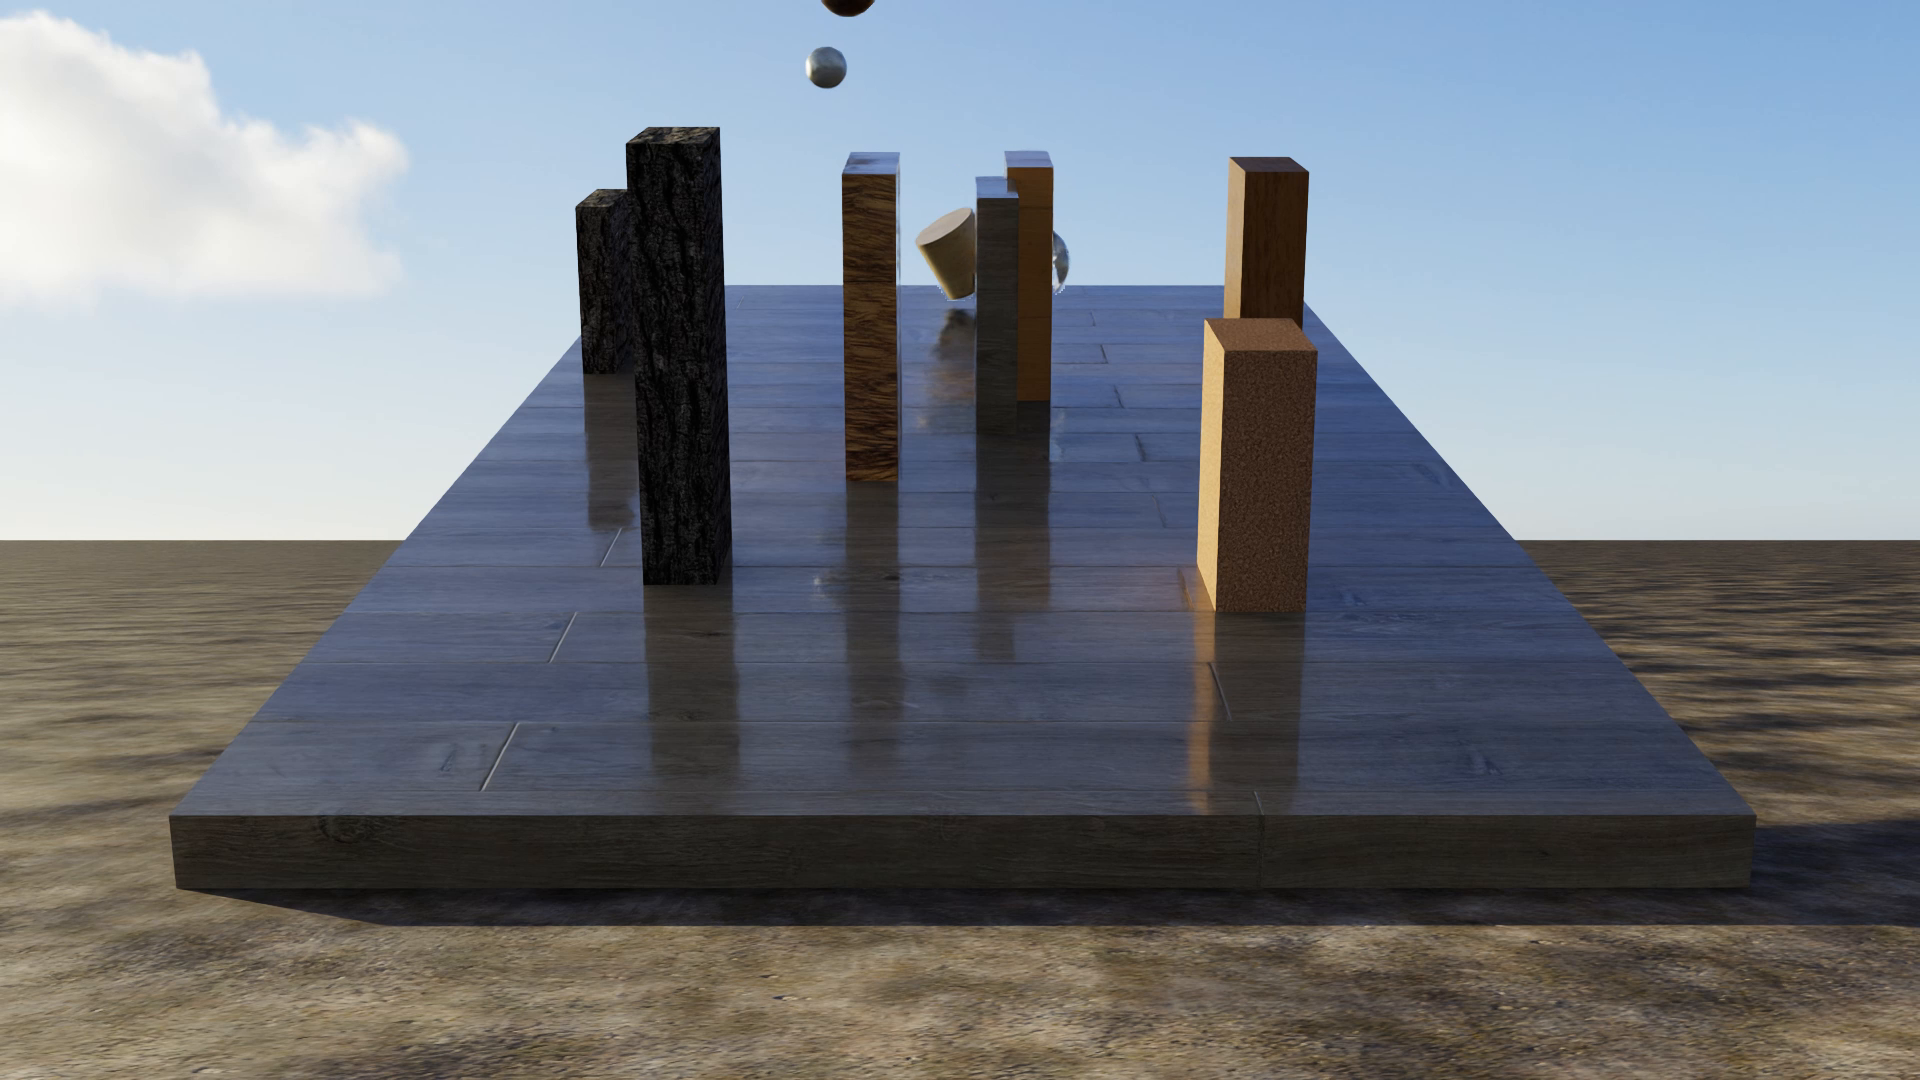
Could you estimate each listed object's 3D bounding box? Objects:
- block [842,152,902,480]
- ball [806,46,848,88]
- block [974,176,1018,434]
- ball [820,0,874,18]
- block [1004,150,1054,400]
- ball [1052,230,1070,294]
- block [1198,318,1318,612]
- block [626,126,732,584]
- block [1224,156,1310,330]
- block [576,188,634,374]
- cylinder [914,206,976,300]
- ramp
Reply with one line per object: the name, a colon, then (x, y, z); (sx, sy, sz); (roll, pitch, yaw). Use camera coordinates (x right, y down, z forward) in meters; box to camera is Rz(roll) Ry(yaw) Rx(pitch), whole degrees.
block: (-0.175, -0.462, 4.490); (0.103, 0.605, 0.394); (0, 16, 0)
ball: (-0.375, -1.328, 6.209); (0.116, 0.116, 0.116); (0, 0, 0)
block: (0.079, -0.526, 4.884); (0.087, 0.509, 0.387); (0, 16, 0)
ball: (-0.334, -1.645, 6.540); (0.188, 0.188, 0.188); (0, 0, 0)
block: (0.157, -0.624, 5.178); (0.104, 0.534, 0.335); (0, 16, 0)
ball: (0.200, -0.760, 6.044); (0.203, 0.203, 0.203); (0, 0, 0)
block: (0.487, -0.129, 3.652); (0.146, 0.430, 0.278); (0, 16, 0)
block: (-0.472, -0.316, 3.747); (0.123, 0.735, 0.277); (0, 16, 0)
block: (0.733, -0.653, 5.331); (0.148, 0.505, 0.313); (0, 16, 0)
block: (-0.876, -0.646, 5.481); (0.083, 0.406, 0.338); (0, 16, 0)
cylinder: (0.000, -0.820, 6.318); (0.189, 0.189, 0.189); (-28, 23, 13)
ramp: (-0.002, -0.161, 4.716); (2.000, 0.100, 4.000); (0, 16, 0)
